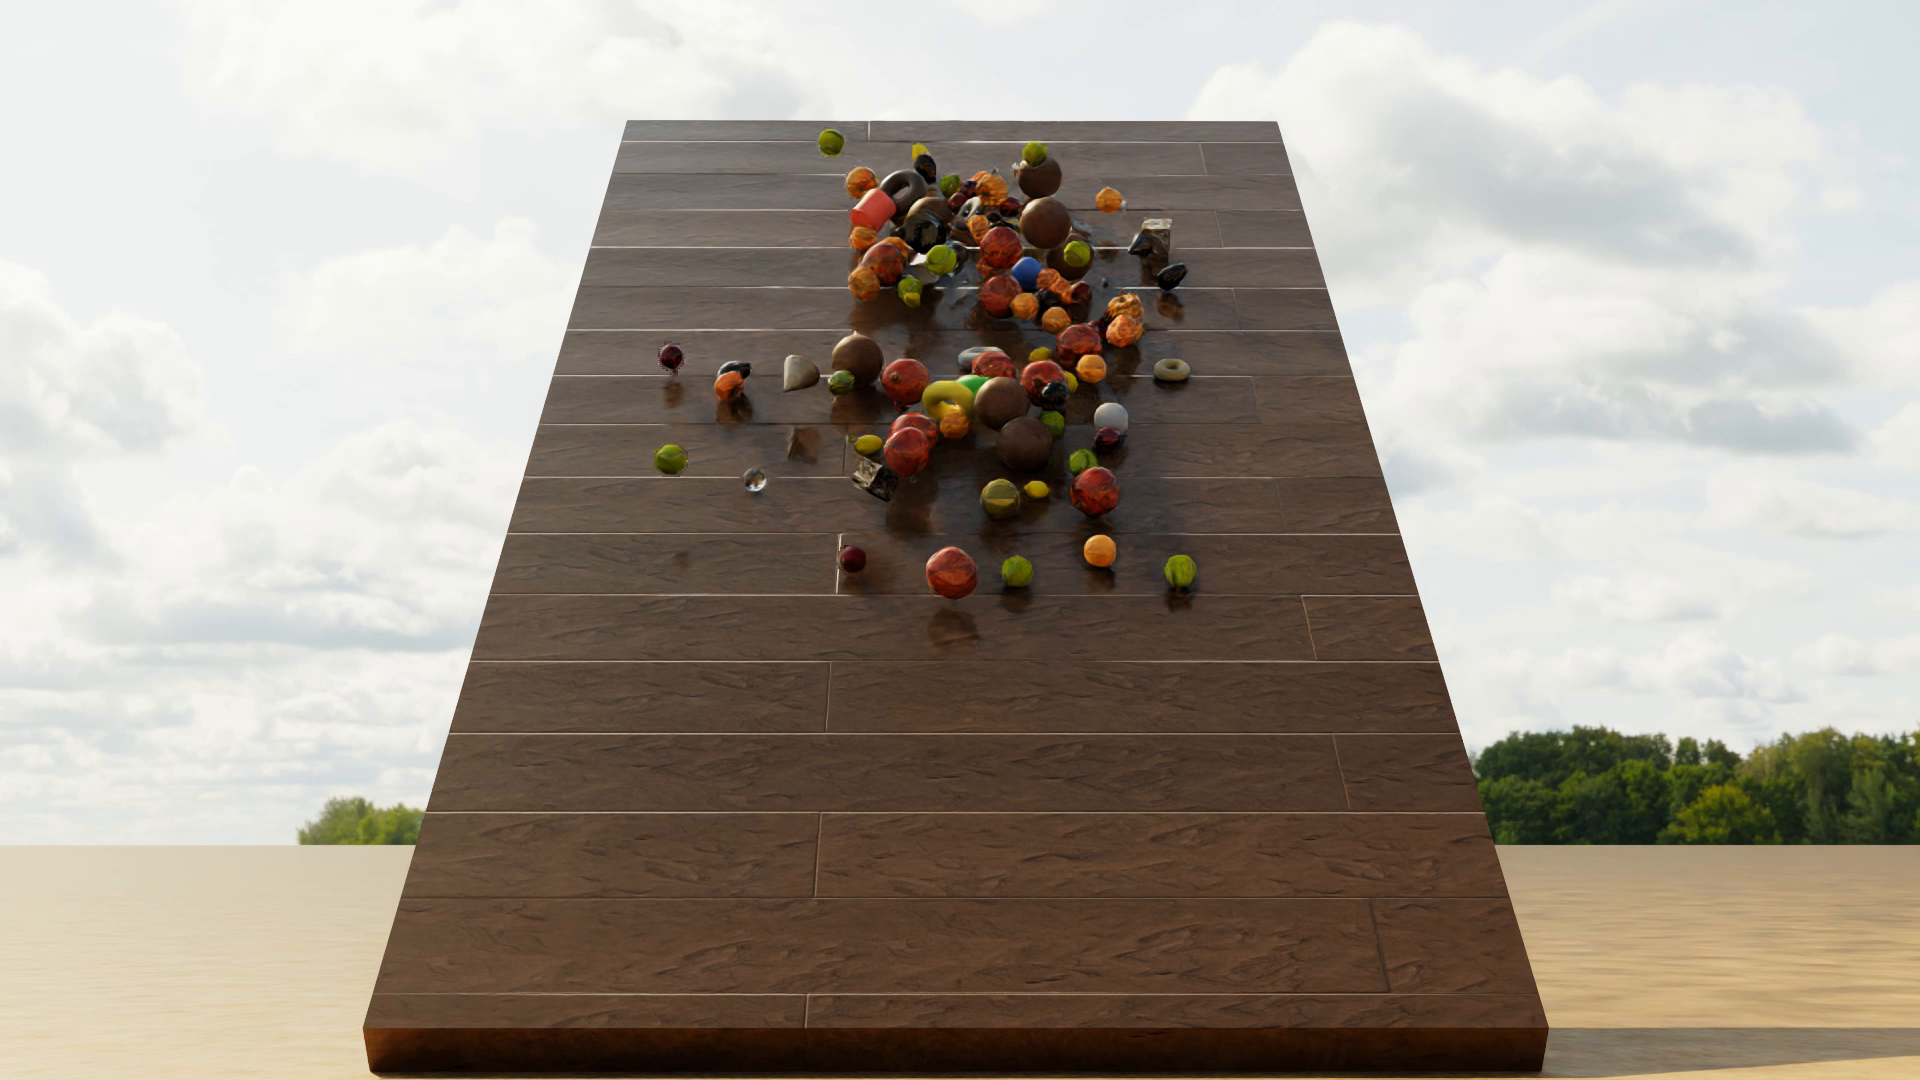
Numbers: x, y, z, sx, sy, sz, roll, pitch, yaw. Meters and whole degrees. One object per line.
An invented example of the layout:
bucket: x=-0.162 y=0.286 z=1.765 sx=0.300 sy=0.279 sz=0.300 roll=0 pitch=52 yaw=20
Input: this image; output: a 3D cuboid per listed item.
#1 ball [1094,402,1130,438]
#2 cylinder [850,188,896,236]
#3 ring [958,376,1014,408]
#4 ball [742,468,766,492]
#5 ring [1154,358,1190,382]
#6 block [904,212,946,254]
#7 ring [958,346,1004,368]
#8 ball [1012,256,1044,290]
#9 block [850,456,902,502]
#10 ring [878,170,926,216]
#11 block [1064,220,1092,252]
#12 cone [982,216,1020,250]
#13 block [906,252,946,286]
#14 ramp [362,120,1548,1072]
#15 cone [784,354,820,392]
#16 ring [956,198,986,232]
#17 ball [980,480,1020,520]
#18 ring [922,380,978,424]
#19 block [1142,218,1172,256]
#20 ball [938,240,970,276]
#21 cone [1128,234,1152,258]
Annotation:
ball: x=0.360 y=-0.285 z=5.821 sx=0.085 sy=0.085 sz=0.085 roll=0 pitch=-7 yaw=0
cylinder: x=-0.241 y=-0.905 z=6.745 sx=0.093 sy=0.093 sz=0.093 roll=31 pitch=-27 yaw=18
ring: x=0.061 y=-0.357 z=5.882 sx=0.147 sy=0.049 sz=0.147 roll=13 pitch=-8 yaw=2
ball: x=-0.473 y=-0.138 z=5.608 sx=0.055 sy=0.055 sz=0.055 roll=0 pitch=-7 yaw=0
ring: x=0.528 y=-0.424 z=6.098 sx=0.090 sy=0.030 sz=0.090 roll=-1 pitch=32 yaw=1
block: x=-0.090 y=-0.812 z=6.460 sx=0.076 sy=0.076 sz=0.076 roll=-17 pitch=41 yaw=-30
ring: x=0.053 y=-0.457 z=6.118 sx=0.116 sy=0.039 sz=0.116 roll=-6 pitch=17 yaw=2
ball: x=0.179 y=-0.711 z=6.503 sx=0.085 sy=0.085 sz=0.085 roll=0 pitch=-7 yaw=0
block: x=-0.187 y=-0.134 z=5.425 sx=0.068 sy=0.068 sz=0.068 roll=27 pitch=1 yaw=-43
ring: x=-0.163 y=-0.966 z=6.811 sx=0.148 sy=0.148 sz=0.049 roll=-3 pitch=-29 yaw=23
block: x=0.323 y=-0.837 z=6.715 sx=0.058 sy=0.058 sz=0.058 roll=19 pitch=28 yaw=-13
cone: x=0.127 y=-0.851 z=6.719 sx=0.098 sy=0.098 sz=0.098 roll=-13 pitch=-1 yaw=-26
block: x=-0.090 y=-0.727 z=6.515 sx=0.065 sy=0.065 sz=0.065 roll=-10 pitch=32 yaw=33
ramp: x=-0.015 y=-0.192 z=5.843 sx=2.000 sy=0.100 sz=4.000 roll=0 pitch=32 yaw=0
cone: x=-0.402 y=-0.380 z=5.868 sx=0.096 sy=0.096 sz=0.096 roll=-5 pitch=34 yaw=34
ring: x=0.030 y=-0.905 z=6.793 sx=0.036 sy=0.109 sz=0.109 roll=36 pitch=-25 yaw=-28
ball: x=0.091 y=-0.092 z=5.502 sx=0.091 sy=0.091 sz=0.091 roll=0 pitch=-7 yaw=0
ring: x=-0.024 y=-0.328 z=5.848 sx=0.138 sy=0.046 sz=0.138 roll=11 pitch=-35 yaw=8
block: x=0.535 y=-0.829 z=6.676 sx=0.076 sy=0.076 sz=0.076 roll=4 pitch=29 yaw=4
ball: x=-0.023 y=-0.758 z=6.567 sx=0.097 sy=0.097 sz=0.097 roll=0 pitch=-7 yaw=0
cone: x=0.461 y=-0.767 z=6.447 sx=0.066 sy=0.066 sz=0.066 roll=-31 pitch=14 yaw=-38
